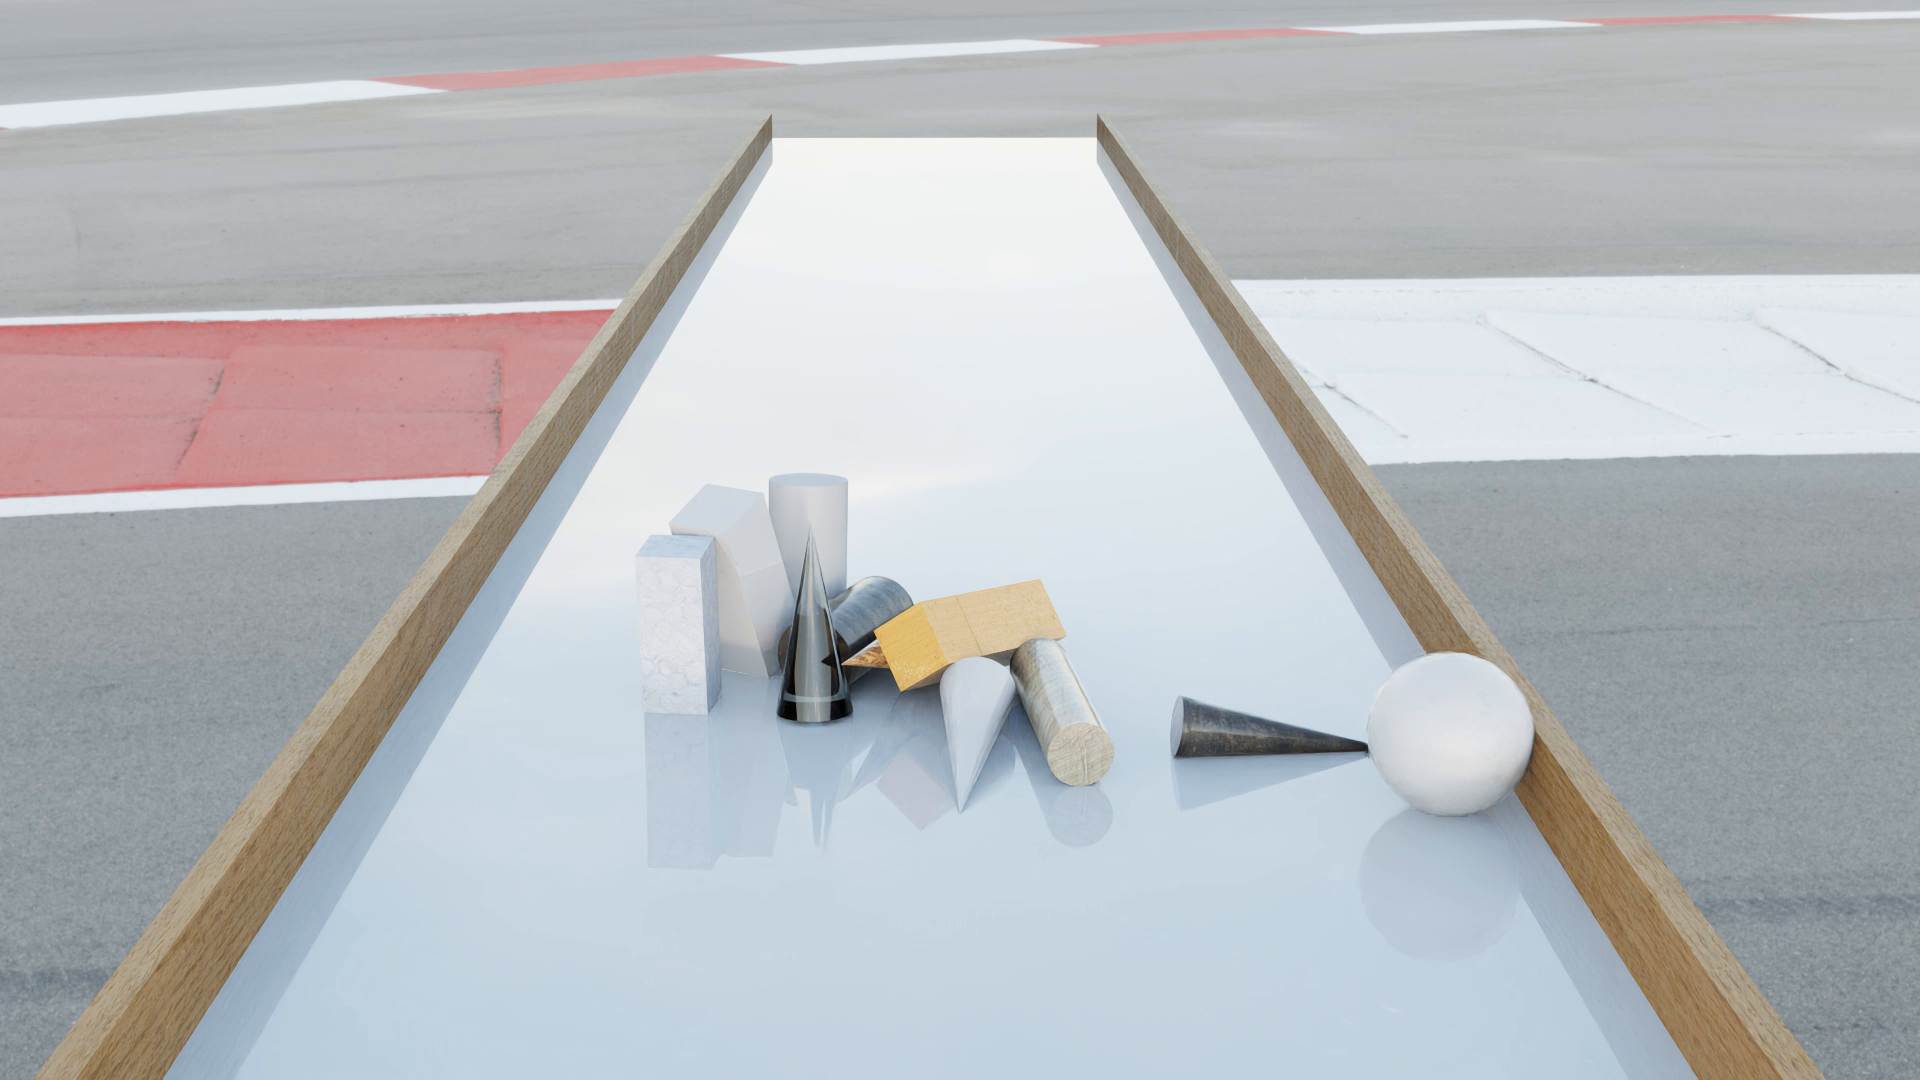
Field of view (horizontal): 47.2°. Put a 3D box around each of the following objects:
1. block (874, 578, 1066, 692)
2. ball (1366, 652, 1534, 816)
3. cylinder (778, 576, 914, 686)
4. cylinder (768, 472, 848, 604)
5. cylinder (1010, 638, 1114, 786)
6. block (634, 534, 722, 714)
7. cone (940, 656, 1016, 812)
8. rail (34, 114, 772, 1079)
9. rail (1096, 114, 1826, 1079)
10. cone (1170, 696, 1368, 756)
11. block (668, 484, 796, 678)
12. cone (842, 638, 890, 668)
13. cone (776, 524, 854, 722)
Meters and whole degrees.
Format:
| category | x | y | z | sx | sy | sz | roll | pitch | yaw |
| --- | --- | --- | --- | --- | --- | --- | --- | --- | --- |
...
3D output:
| category | x | y | z | sx | sy | sz | roll | pitch | yaw |
| --- | --- | --- | --- | --- | --- | --- | --- | --- | --- |
| block | 0.025 | 0.179 | 4.220 | 0.126 | 0.126 | 0.396 | -32 | -14 | 34 |
| ball | 0.816 | 0.322 | 3.666 | 0.272 | 0.272 | 0.272 | 0 | 17 | 0 |
| cylinder | -0.219 | 0.187 | 4.319 | 0.159 | 0.159 | 0.300 | 7 | 18 | 22 |
| cylinder | -0.311 | 0.041 | 4.483 | 0.161 | 0.332 | 0.161 | 1 | 11 | 0 |
| cylinder | 0.180 | 0.305 | 3.996 | 0.117 | 0.117 | 0.450 | -2 | 17 | -7 |
| block | -0.528 | 0.159 | 4.135 | 0.122 | 0.312 | 0.122 | 2 | 20 | 7 |
| cone | 0.016 | 0.369 | 3.865 | 0.141 | 0.141 | 0.418 | 1 | 26 | 4 |
| rail | -1.118 | -0.838 | 7.780 | 0.050 | 0.150 | 12.000 | 0 | 17 | -1 |
| rail | 0.932 | -0.844 | 7.801 | 0.050 | 0.150 | 12.000 | 0 | 17 | -1 |
| cone | 0.584 | 0.354 | 3.939 | 0.400 | 0.109 | 0.109 | 7 | 16 | -5 |
| block | -0.433 | 0.081 | 4.289 | 0.134 | 0.354 | 0.134 | 9 | 40 | 29 |
| cone | -0.135 | 0.211 | 4.167 | 0.133 | 0.133 | 0.383 | 8 | 8 | 25 |
| cone | -0.274 | 0.145 | 4.090 | 0.145 | 0.359 | 0.145 | 0 | 11 | 0 |
